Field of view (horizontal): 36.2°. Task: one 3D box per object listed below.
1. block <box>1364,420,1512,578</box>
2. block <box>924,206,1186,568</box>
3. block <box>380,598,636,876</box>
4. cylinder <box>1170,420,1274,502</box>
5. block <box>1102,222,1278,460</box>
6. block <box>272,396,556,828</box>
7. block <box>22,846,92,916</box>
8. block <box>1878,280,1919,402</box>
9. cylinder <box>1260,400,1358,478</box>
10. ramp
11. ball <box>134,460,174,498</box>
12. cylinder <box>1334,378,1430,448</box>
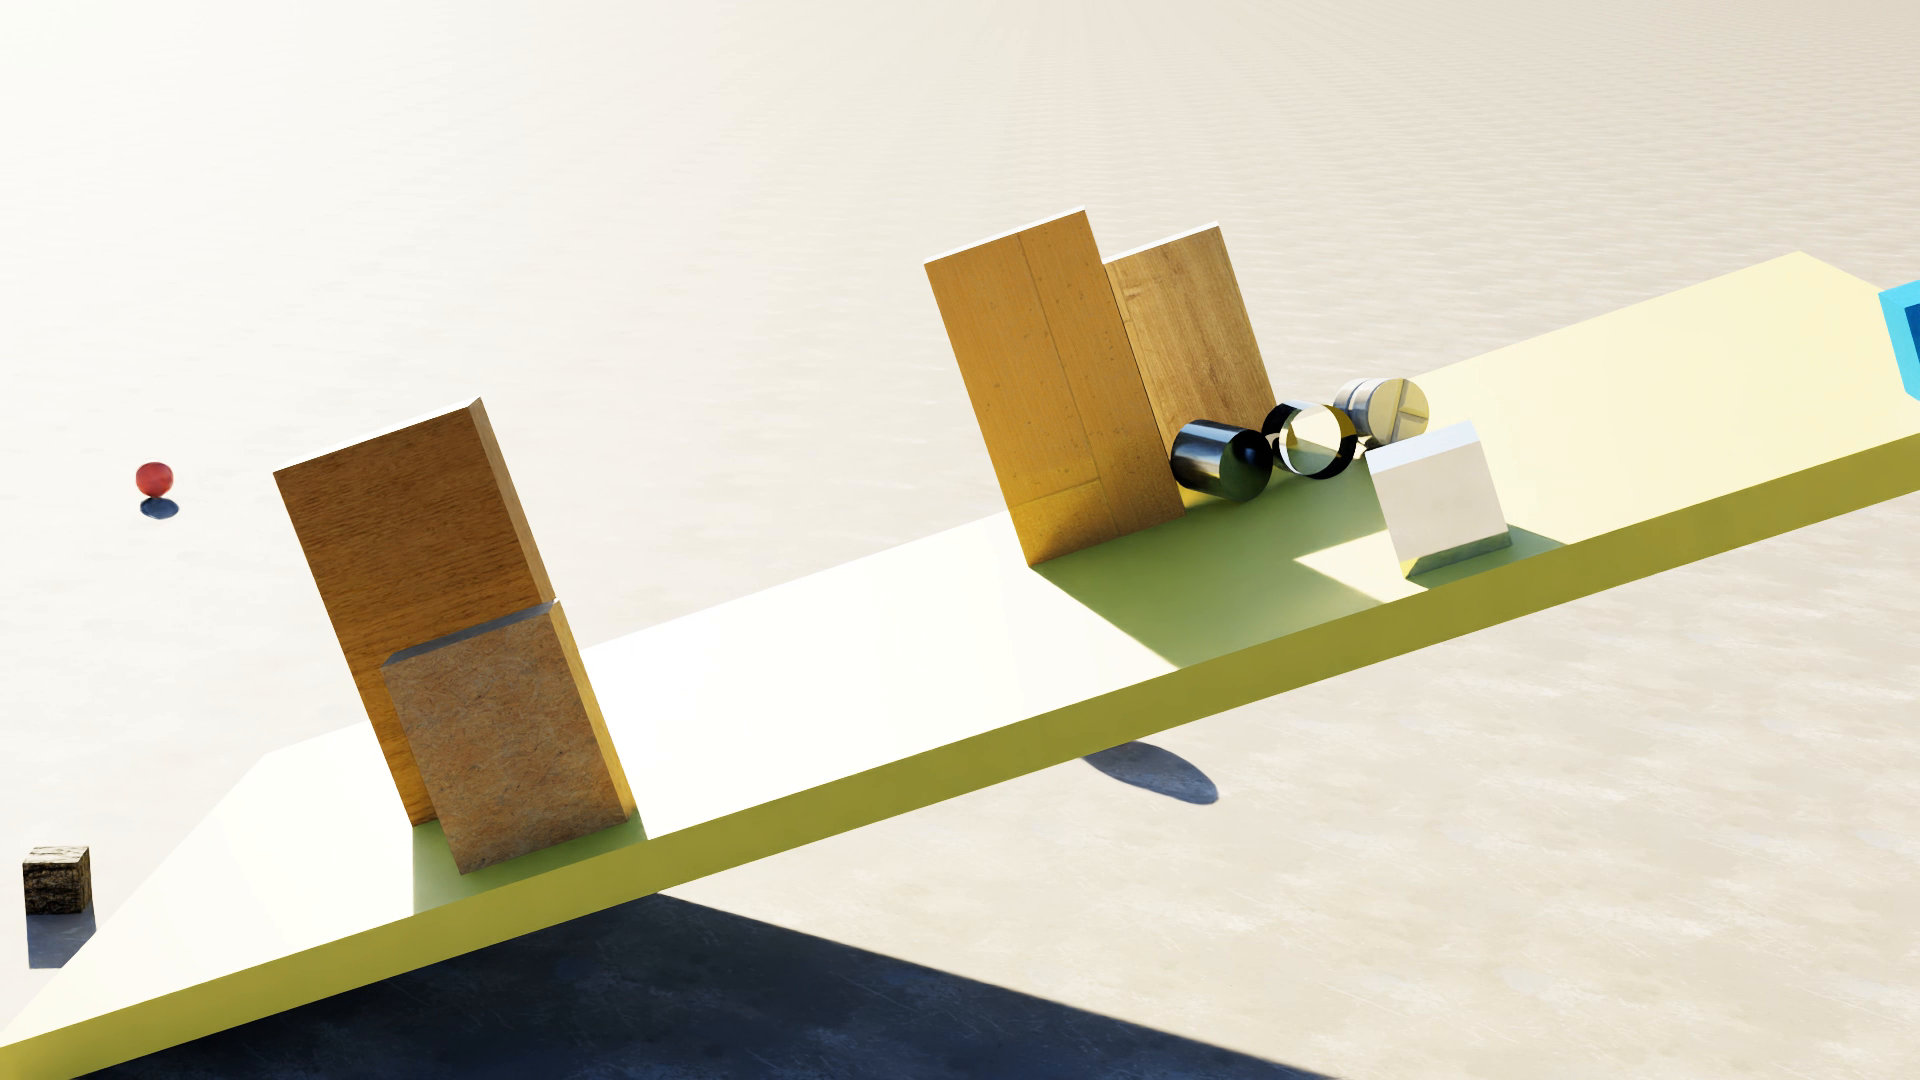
[{"bbox_3d":[0.881,-0.077,5.427,0.205,0.205,0.205,-18,11,8],"label":"block"},{"bbox_3d":[0.212,-0.339,6.514,0.371,0.715,0.098,-18,11,6],"label":"block"},{"bbox_3d":[-0.856,0.374,5.595,0.340,0.429,0.117,-18,11,6],"label":"block"},{"bbox_3d":[0.576,-0.176,6.481,0.160,0.160,0.160,-9,15,-36],"label":"cylinder"},{"bbox_3d":[0.517,-0.435,6.942,0.366,0.537,0.099,-18,11,6],"label":"block"},{"bbox_3d":[-1.065,0.150,6.092,0.429,0.794,0.130,-18,11,6],"label":"block"},{"bbox_3d":[-2.028,0.764,6.609,0.121,0.121,0.121,-1,12,-4],"label":"block"},{"bbox_3d":[1.804,-0.372,5.316,0.195,0.195,0.195,-18,11,7],"label":"block"},{"bbox_3d":[0.765,-0.222,6.455,0.164,0.164,0.164,-3,5,-15],"label":"cylinder"},{"bbox_3d":[0.107,0.180,6.304,4.000,0.100,2.000,-18,11,6],"label":"ramp"},{"bbox_3d":[-3.069,-0.234,11.205,0.144,0.144,0.144,0,12,0],"label":"ball"},{"bbox_3d":[0.926,-0.279,6.478,0.156,0.156,0.156,-5,5,-23],"label":"cylinder"}]
